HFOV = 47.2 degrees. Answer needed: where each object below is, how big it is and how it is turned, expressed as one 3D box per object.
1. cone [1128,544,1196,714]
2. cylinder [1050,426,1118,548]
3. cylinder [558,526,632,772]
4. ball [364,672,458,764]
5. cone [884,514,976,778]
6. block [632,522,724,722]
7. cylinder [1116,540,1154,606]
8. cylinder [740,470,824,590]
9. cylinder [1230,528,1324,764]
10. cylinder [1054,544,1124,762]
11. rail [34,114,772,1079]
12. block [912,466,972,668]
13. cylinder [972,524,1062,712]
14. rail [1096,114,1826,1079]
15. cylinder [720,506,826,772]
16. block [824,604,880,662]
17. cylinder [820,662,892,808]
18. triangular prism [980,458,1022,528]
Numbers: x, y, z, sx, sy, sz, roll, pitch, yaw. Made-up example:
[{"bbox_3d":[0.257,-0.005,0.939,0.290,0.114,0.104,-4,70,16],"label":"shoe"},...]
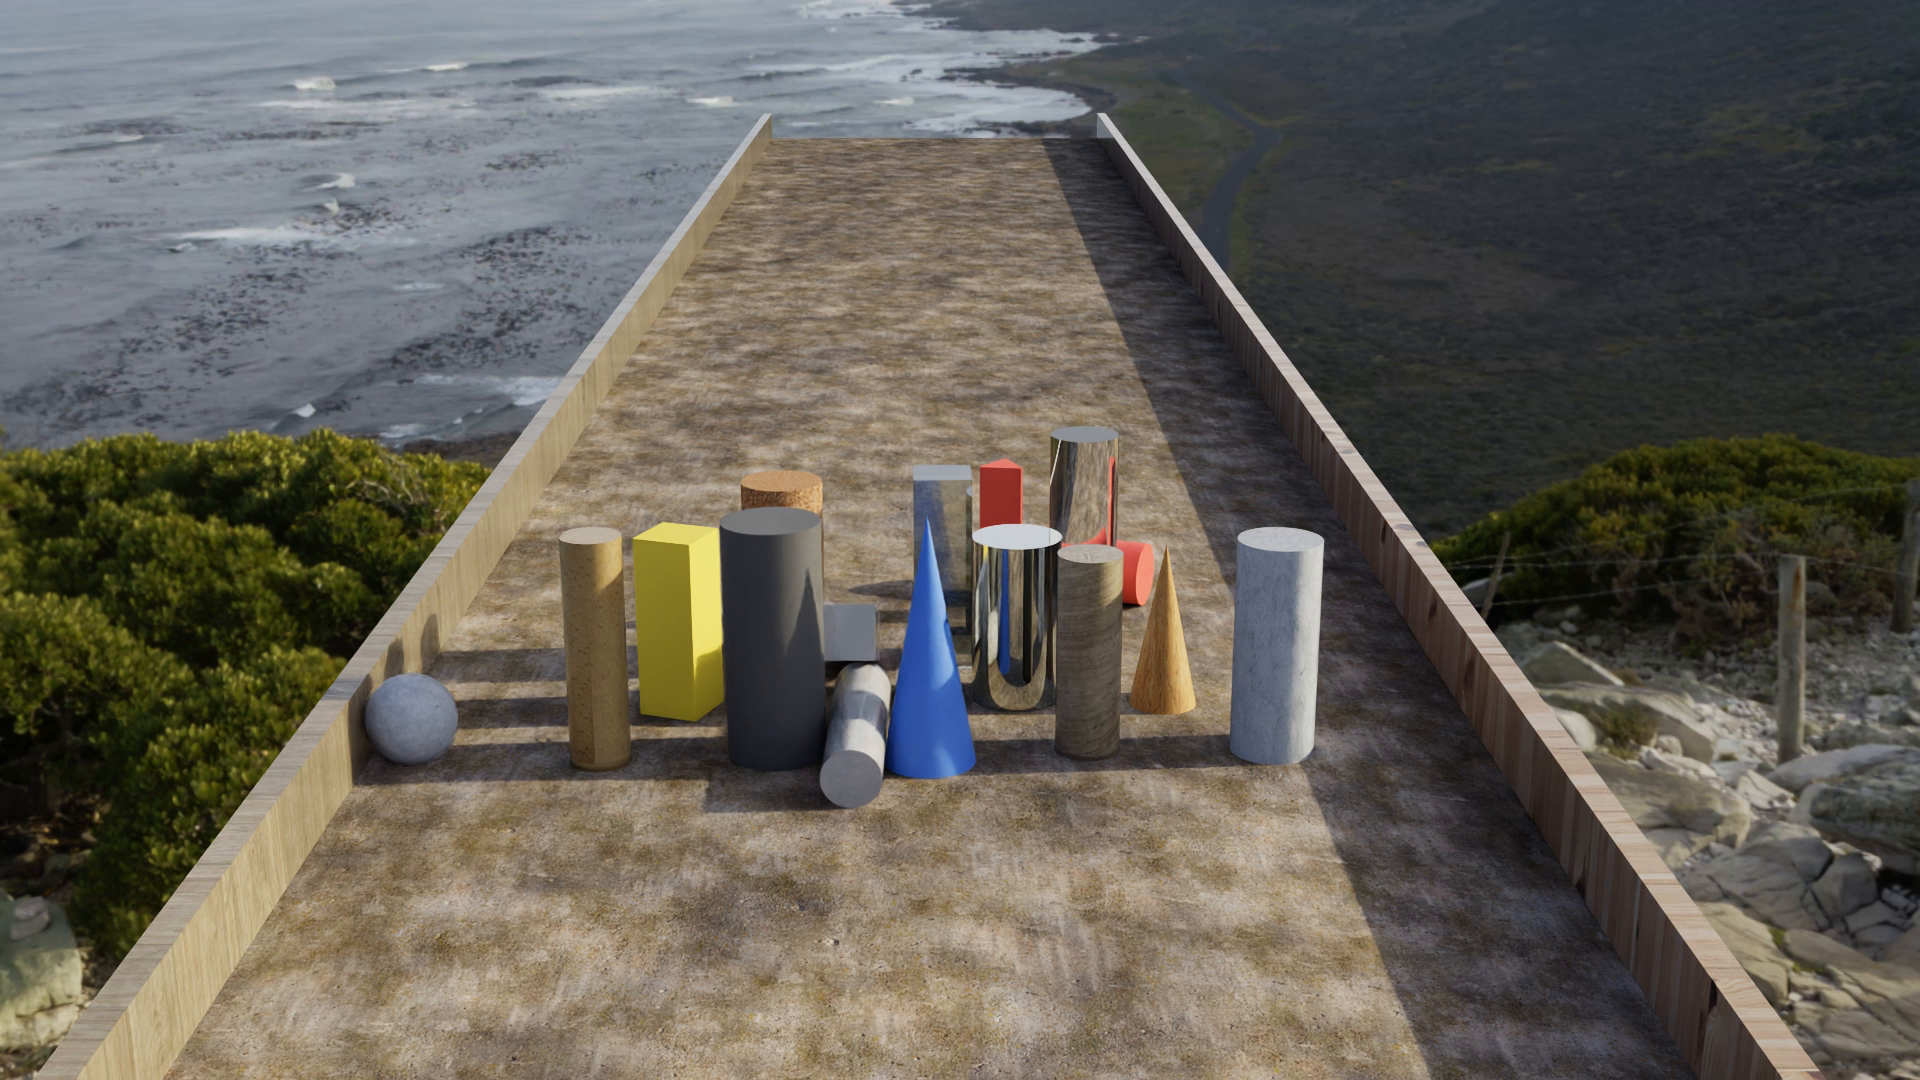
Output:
[{"bbox_3d":[0.385,0.158,4.141,0.128,0.316,0.128,0,17,0],"label":"cone"},{"bbox_3d":[0.245,0.011,4.387,0.135,0.457,0.135,0,17,0],"label":"cylinder"},{"bbox_3d":[-0.638,0.192,3.848,0.107,0.418,0.107,0,17,0],"label":"cylinder"},{"bbox_3d":[-0.969,0.315,3.884,0.161,0.161,0.161,0,17,0],"label":"ball"},{"bbox_3d":[-0.055,0.173,3.841,0.166,0.457,0.166,0,17,0],"label":"cone"},{"bbox_3d":[-0.525,0.152,4.113,0.116,0.343,0.116,6,18,20],"label":"block"},{"bbox_3d":[0.232,0.055,4.806,0.359,0.134,0.134,6,18,21],"label":"cylinder"},{"bbox_3d":[-0.353,0.057,4.397,0.161,0.363,0.161,0,17,0],"label":"cylinder"},{"bbox_3d":[0.561,0.187,3.905,0.151,0.394,0.151,0,17,0],"label":"cylinder"},{"bbox_3d":[0.229,0.200,3.907,0.117,0.369,0.117,0,17,0],"label":"cylinder"},{"bbox_3d":[-1.118,-0.838,7.780,0.050,0.150,12.000,0,17,-1],"label":"rail"},{"bbox_3d":[-0.035,0.053,4.368,0.114,0.387,0.114,-1,17,-2],"label":"block"},{"bbox_3d":[0.107,0.147,4.172,0.170,0.320,0.170,0,17,0],"label":"cylinder"},{"bbox_3d":[0.932,-0.844,7.801,0.050,0.150,12.000,0,17,-1],"label":"rail"},{"bbox_3d":[-0.328,0.174,3.882,0.176,0.433,0.176,0,17,0],"label":"cylinder"},{"bbox_3d":[-0.211,0.181,4.235,0.105,0.105,0.357,0,-3,-1],"label":"block"},{"bbox_3d":[-0.182,0.339,3.903,0.106,0.106,0.441,0,17,0],"label":"cylinder"},{"bbox_3d":[0.091,-0.003,4.656,0.088,0.331,0.076,2,17,8],"label":"triangular prism"}]
